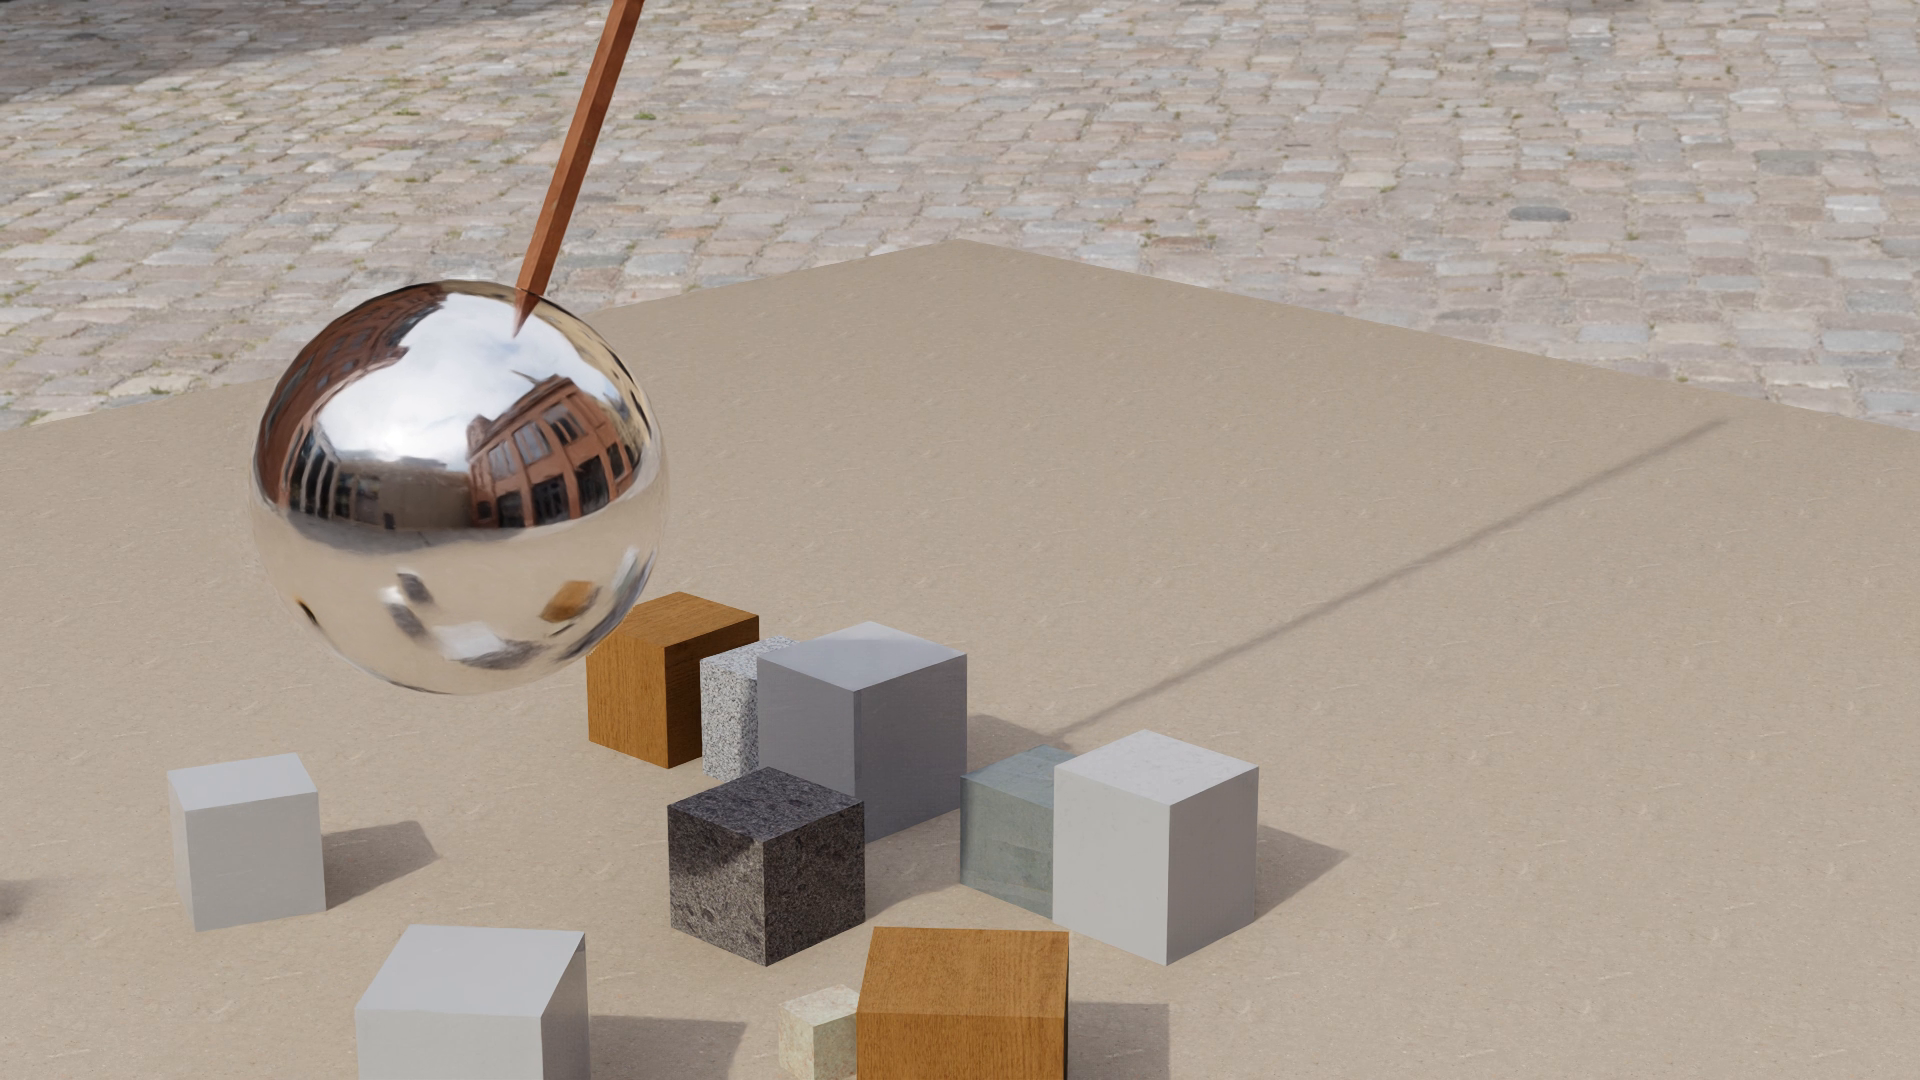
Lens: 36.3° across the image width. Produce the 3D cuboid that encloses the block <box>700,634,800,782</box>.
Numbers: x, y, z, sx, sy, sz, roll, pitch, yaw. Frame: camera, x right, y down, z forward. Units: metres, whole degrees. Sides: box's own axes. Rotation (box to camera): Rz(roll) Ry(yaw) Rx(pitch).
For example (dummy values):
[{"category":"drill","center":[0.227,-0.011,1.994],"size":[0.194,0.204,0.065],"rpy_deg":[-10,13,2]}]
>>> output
[{"category":"block","center":[-0.909,0.879,14.542],"size":[0.534,0.603,0.525],"rpy_deg":[17,24,42]}]

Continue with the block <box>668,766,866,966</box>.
[{"category":"block","center":[-0.846,1.422,12.855],"size":[0.597,0.579,0.614],"rpy_deg":[15,23,40]}]

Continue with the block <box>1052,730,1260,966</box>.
[{"category":"block","center":[0.855,1.337,12.854],"size":[0.647,0.742,0.613],"rpy_deg":[16,23,41]}]

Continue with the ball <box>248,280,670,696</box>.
[{"category":"ball","center":[-1.916,-0.200,11.270],"size":[1.600,1.600,1.600],"rpy_deg":[0,17,0]}]

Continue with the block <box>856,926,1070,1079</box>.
[{"category":"block","center":[0.022,1.925,11.187],"size":[0.763,0.619,0.742],"rpy_deg":[1,17,3]}]

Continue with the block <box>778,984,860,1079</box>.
[{"category":"block","center":[-0.523,1.967,11.637],"size":[0.307,0.269,0.245],"rpy_deg":[-13,21,-35]}]

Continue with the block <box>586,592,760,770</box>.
[{"category":"block","center":[-1.465,0.708,15.014],"size":[0.591,0.647,0.658],"rpy_deg":[15,23,39]}]

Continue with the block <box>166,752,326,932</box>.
[{"category":"block","center":[-3.190,1.345,13.107],"size":[0.576,0.575,0.505],"rpy_deg":[-7,19,-22]}]

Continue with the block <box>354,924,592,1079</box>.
[{"category":"block","center":[-1.791,1.941,10.896],"size":[0.677,0.762,0.716],"rpy_deg":[2,18,5]}]

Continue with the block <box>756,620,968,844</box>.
[{"category":"block","center":[-0.468,0.922,14.107],"size":[0.741,0.783,0.677],"rpy_deg":[-17,24,-42]}]

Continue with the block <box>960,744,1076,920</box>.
[{"category":"block","center":[0.400,1.314,13.287],"size":[0.571,0.525,0.557],"rpy_deg":[16,24,41]}]

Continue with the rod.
[{"category":"rod","center":[-0.830,-3.419,11.397],"size":[0.080,5.200,0.080],"rpy_deg":[17,-3,42]}]
